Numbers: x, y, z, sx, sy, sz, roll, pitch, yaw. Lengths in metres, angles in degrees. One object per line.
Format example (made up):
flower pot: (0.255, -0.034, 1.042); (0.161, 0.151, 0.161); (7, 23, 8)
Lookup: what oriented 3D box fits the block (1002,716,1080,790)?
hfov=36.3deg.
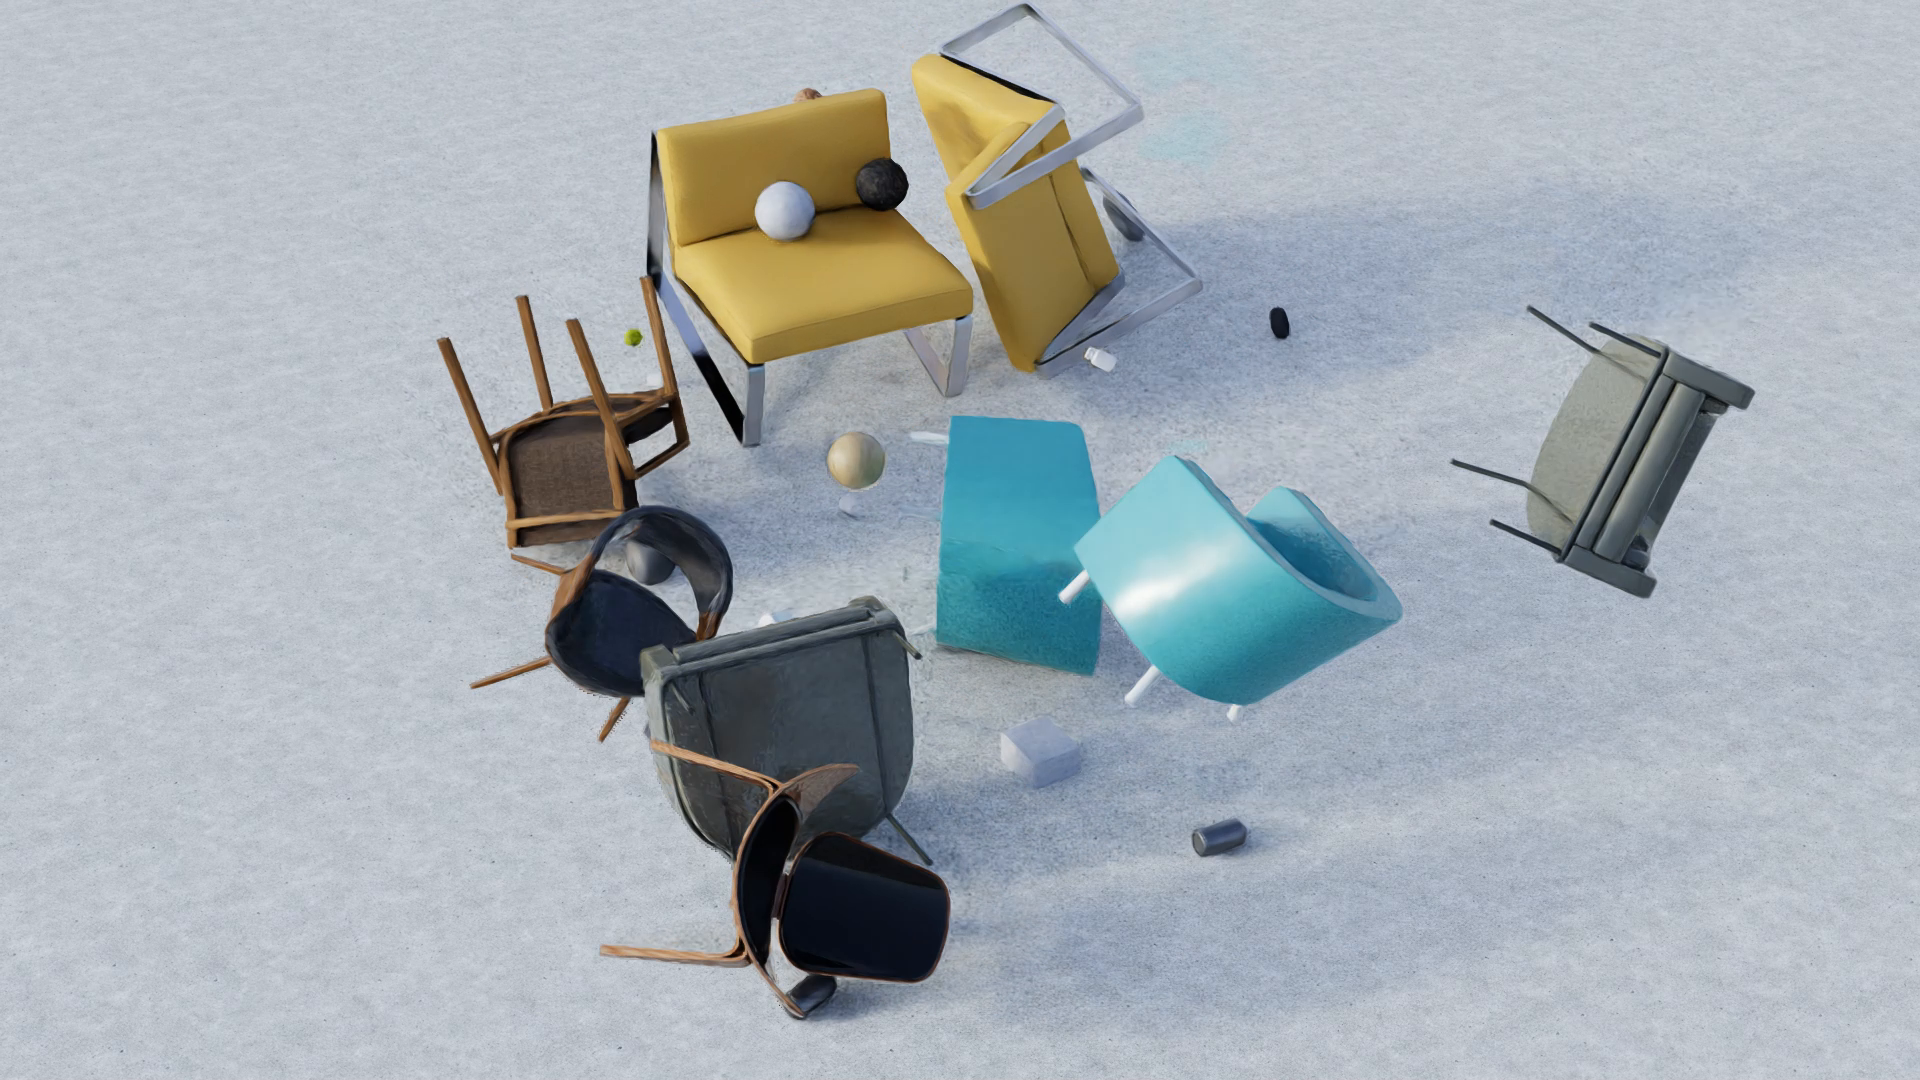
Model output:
block: (0.268, 0.709, 9.769); (0.177, 0.110, 0.205); (-19, 38, -26)

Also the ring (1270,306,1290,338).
ring: (1.330, -0.906, 12.209); (0.055, 0.124, 0.137); (-16, 68, 21)

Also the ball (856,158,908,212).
ball: (-0.312, -1.421, 11.730); (0.209, 0.209, 0.209); (0, 33, 0)

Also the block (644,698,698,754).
block: (-0.968, 0.623, 9.819); (0.124, 0.126, 0.091); (39, 16, -11)

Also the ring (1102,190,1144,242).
ring: (0.719, -1.424, 12.889); (0.072, 0.271, 0.217); (-39, 30, -11)

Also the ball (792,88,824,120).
ball: (-0.620, -1.784, 11.995); (0.128, 0.128, 0.128); (0, 33, 0)

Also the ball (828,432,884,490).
ball: (-0.365, -0.280, 10.301); (0.202, 0.202, 0.202); (0, 33, 0)

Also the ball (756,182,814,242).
ball: (-0.690, -1.297, 11.570); (0.236, 0.236, 0.236); (0, 33, 0)

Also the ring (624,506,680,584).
ring: (-1.129, 0.017, 10.774); (0.205, 0.159, 0.389); (0, 34, 0)
